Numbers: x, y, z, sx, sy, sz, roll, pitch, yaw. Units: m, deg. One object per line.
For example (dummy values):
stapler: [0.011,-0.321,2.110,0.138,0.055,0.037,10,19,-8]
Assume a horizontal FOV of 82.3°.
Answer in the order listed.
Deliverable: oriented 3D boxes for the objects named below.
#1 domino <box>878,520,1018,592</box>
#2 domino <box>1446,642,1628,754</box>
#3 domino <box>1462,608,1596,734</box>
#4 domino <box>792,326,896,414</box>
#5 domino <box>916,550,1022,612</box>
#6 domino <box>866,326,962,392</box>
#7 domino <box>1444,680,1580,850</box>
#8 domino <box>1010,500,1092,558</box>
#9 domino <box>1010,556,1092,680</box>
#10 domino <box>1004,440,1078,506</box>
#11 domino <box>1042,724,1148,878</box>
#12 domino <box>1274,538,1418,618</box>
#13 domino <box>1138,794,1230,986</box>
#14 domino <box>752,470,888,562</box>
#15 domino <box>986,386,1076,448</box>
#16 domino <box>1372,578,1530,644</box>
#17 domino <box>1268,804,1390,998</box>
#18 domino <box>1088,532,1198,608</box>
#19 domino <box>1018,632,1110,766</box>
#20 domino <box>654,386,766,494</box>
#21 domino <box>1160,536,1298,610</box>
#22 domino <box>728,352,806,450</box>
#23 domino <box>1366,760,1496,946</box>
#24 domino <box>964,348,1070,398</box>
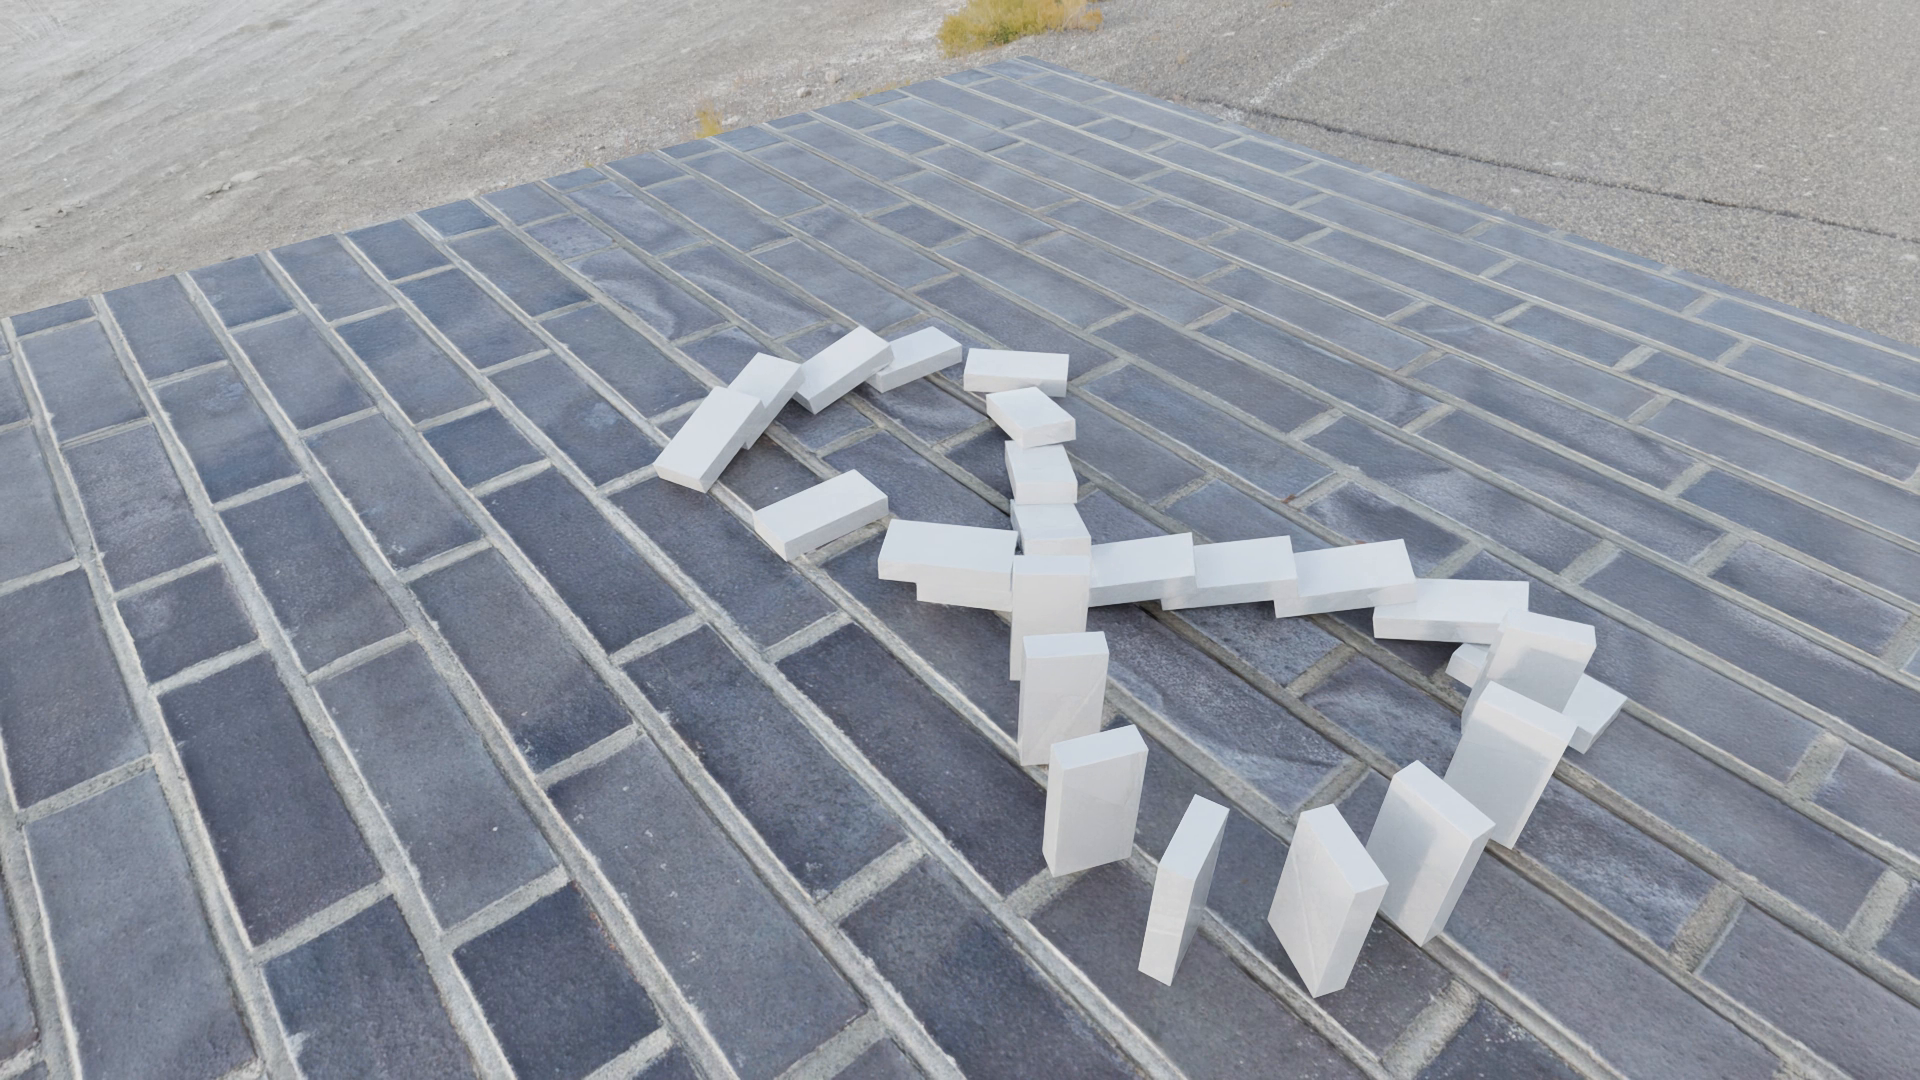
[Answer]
domino: [-0.004,0.006,0.422,0.050,0.010,0.025,6,40,7]
domino: [0.199,0.050,0.382,0.025,0.009,0.050,-29,48,-31]
domino: [0.182,0.046,0.355,0.025,0.050,0.009,13,41,15]
domino: [-0.059,-0.083,0.535,0.050,0.010,0.025,-38,51,-18]
domino: [0.010,0.015,0.426,0.050,0.010,0.025,6,40,8]
domino: [-0.026,-0.092,0.555,0.050,0.010,0.025,-26,46,-28]
domino: [0.162,0.068,0.329,0.025,0.050,0.009,28,47,30]
domino: [0.035,-0.005,0.436,0.025,0.010,0.050,-3,20,-3]
domino: [0.030,0.027,0.378,0.025,0.050,0.009,0,39,0]
domino: [0.034,-0.030,0.470,0.025,0.009,0.050,-2,26,-2]
domino: [0.038,0.076,0.318,0.025,0.050,0.009,-11,41,-13]
domino: [0.143,0.015,0.415,0.050,0.009,0.025,-8,37,15]
domino: [0.060,0.095,0.296,0.009,0.050,0.025,20,44,23]
domino: [-0.057,-0.011,0.457,0.050,0.009,0.025,-26,46,-28]
domino: [0.032,-0.057,0.504,0.025,0.009,0.050,-11,27,-13]
domino: [0.179,0.026,0.401,0.050,0.010,0.025,1,34,28]
domino: [0.097,0.097,0.293,0.009,0.050,0.025,-11,41,-13]
domino: [0.064,0.012,0.419,0.050,0.010,0.025,-8,37,14]
domino: [0.032,0.051,0.349,0.025,0.050,0.009,-3,39,-4]
domino: [-0.111,-0.045,0.488,0.025,0.010,0.050,18,58,21]
domino: [0.102,0.013,0.419,0.050,0.010,0.025,-7,38,13]
domino: [-0.097,-0.066,0.515,0.025,0.010,0.050,18,56,21]
domino: [0.127,0.087,0.305,0.010,0.050,0.025,-22,44,-25]
domino: [0.028,-0.083,0.545,0.050,0.009,0.025,5,40,5]
